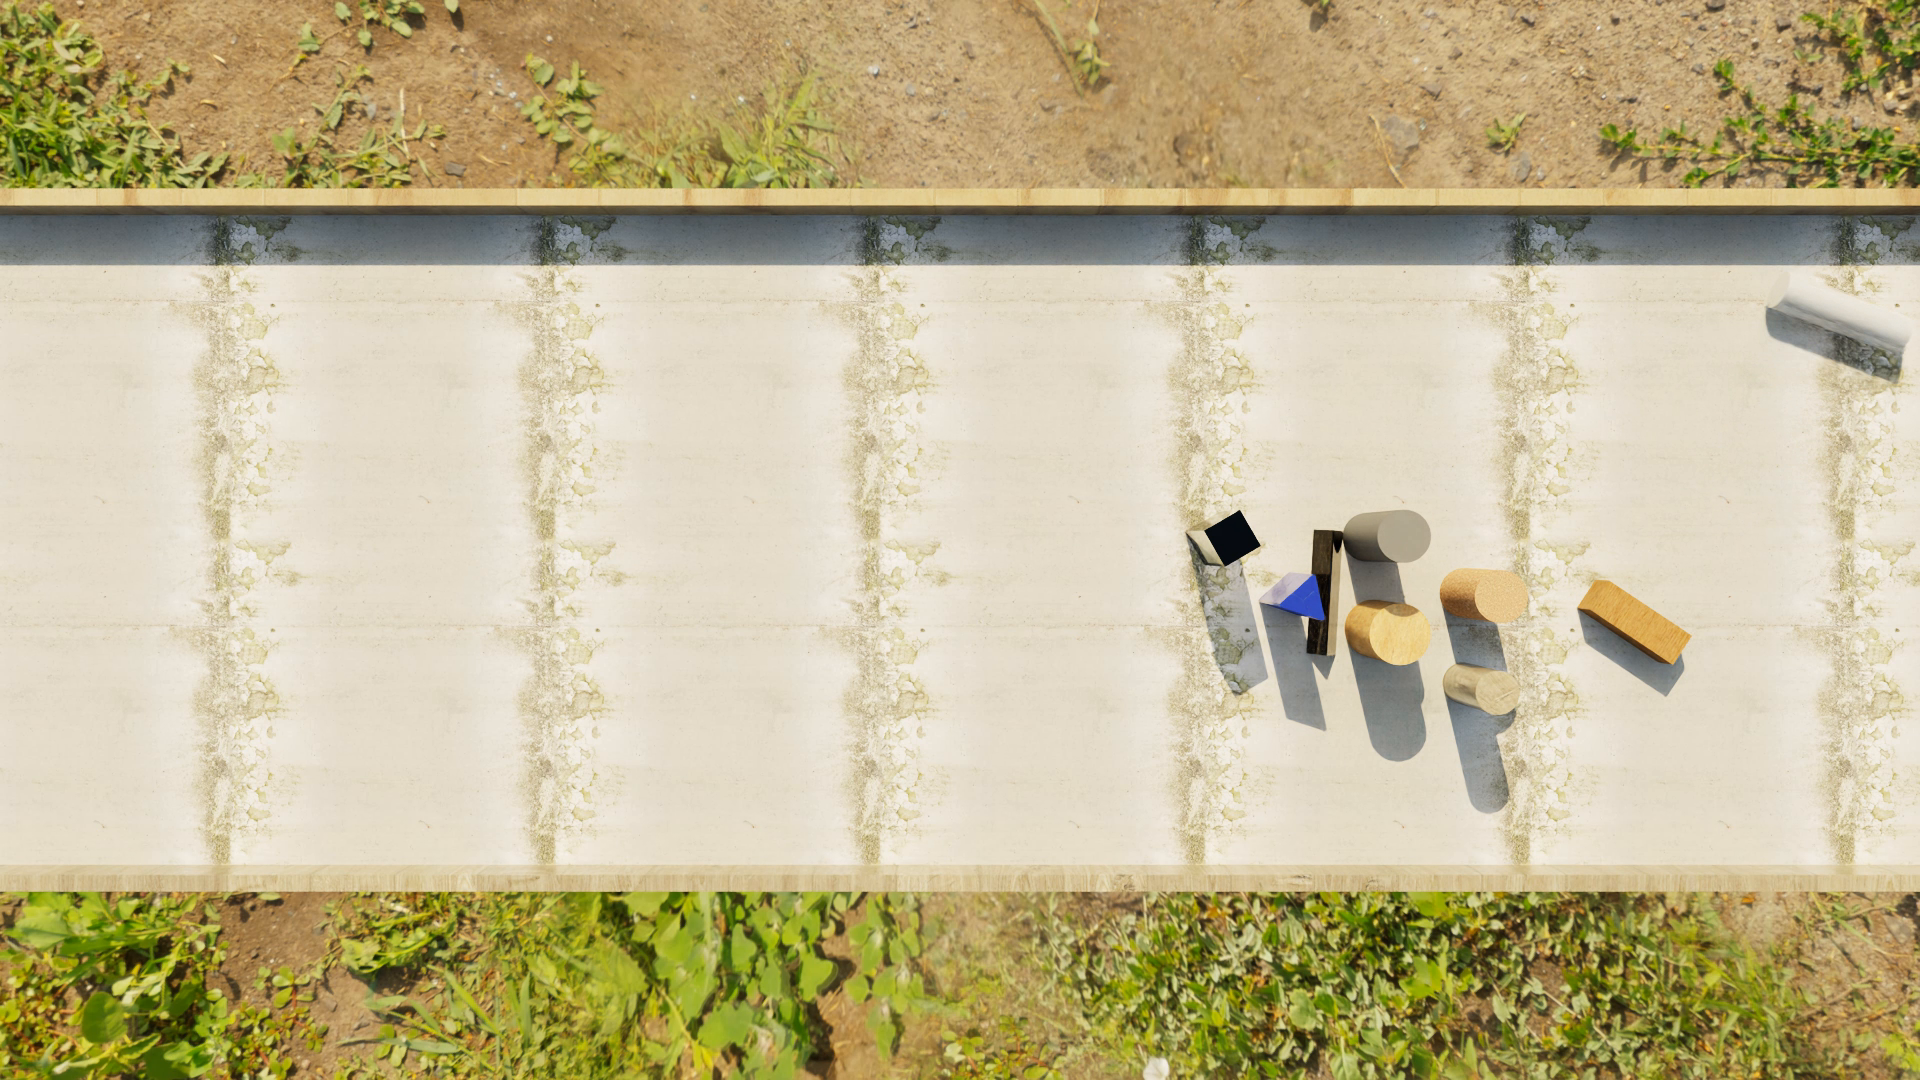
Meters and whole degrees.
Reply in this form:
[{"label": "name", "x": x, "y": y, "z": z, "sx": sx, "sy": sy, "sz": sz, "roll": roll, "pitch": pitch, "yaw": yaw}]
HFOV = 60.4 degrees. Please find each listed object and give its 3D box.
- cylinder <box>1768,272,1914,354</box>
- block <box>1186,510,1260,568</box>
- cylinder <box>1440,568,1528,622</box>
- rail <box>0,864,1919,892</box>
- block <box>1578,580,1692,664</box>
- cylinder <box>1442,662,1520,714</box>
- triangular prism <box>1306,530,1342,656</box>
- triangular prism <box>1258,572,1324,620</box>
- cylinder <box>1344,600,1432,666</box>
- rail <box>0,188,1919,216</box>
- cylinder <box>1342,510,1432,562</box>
[{"label": "cylinder", "x": 2.679, "y": -0.690, "z": 5.020, "sx": 0.400, "sy": 0.114, "sz": 0.114, "roll": 20, "pitch": 90, "yaw": 0}, {"label": "block", "x": 0.774, "y": -0.005, "z": 4.880, "sx": 0.119, "sy": 0.393, "sz": 0.119, "roll": -30, "pitch": 90, "yaw": 0}, {"label": "cylinder", "x": 1.552, "y": 0.162, "z": 4.902, "sx": 0.152, "sy": 0.348, "sz": 0.152, "roll": 0, "pitch": 90, "yaw": 0}, {"label": "rail", "x": -2.247, "y": 1.025, "z": 5.001, "sx": 12.000, "sy": 0.150, "sz": 0.050, "roll": 0, "pitch": 90, "yaw": 0}, {"label": "block", "x": 2.053, "y": 0.249, "z": 5.024, "sx": 0.301, "sy": 0.105, "sz": 0.105, "roll": 34, "pitch": 90, "yaw": 0}, {"label": "cylinder", "x": 1.549, "y": 0.440, "z": 4.913, "sx": 0.127, "sy": 0.326, "sz": 0.127, "roll": 0, "pitch": 90, "yaw": 0}, {"label": "triangular prism", "x": 1.121, "y": 0.160, "z": 5.036, "sx": 0.088, "sy": 0.076, "sz": 0.381, "roll": 3, "pitch": 90, "yaw": 0}, {"label": "triangular prism", "x": 0.999, "y": 0.154, "z": 4.904, "sx": 0.132, "sy": 0.345, "sz": 0.115, "roll": 18, "pitch": 90, "yaw": 0}, {"label": "cylinder", "x": 1.273, "y": 0.272, "z": 4.922, "sx": 0.178, "sy": 0.309, "sz": 0.178, "roll": 0, "pitch": 90, "yaw": 0}, {"label": "rail", "x": -2.247, "y": -1.025, "z": 5.002, "sx": 12.000, "sy": 0.150, "sz": 0.050, "roll": 0, "pitch": 90, "yaw": 0}, {"label": "cylinder", "x": 1.248, "y": -0.010, "z": 4.845, "sx": 0.150, "sy": 0.460, "sz": 0.150, "roll": 0, "pitch": 90, "yaw": 1}]
